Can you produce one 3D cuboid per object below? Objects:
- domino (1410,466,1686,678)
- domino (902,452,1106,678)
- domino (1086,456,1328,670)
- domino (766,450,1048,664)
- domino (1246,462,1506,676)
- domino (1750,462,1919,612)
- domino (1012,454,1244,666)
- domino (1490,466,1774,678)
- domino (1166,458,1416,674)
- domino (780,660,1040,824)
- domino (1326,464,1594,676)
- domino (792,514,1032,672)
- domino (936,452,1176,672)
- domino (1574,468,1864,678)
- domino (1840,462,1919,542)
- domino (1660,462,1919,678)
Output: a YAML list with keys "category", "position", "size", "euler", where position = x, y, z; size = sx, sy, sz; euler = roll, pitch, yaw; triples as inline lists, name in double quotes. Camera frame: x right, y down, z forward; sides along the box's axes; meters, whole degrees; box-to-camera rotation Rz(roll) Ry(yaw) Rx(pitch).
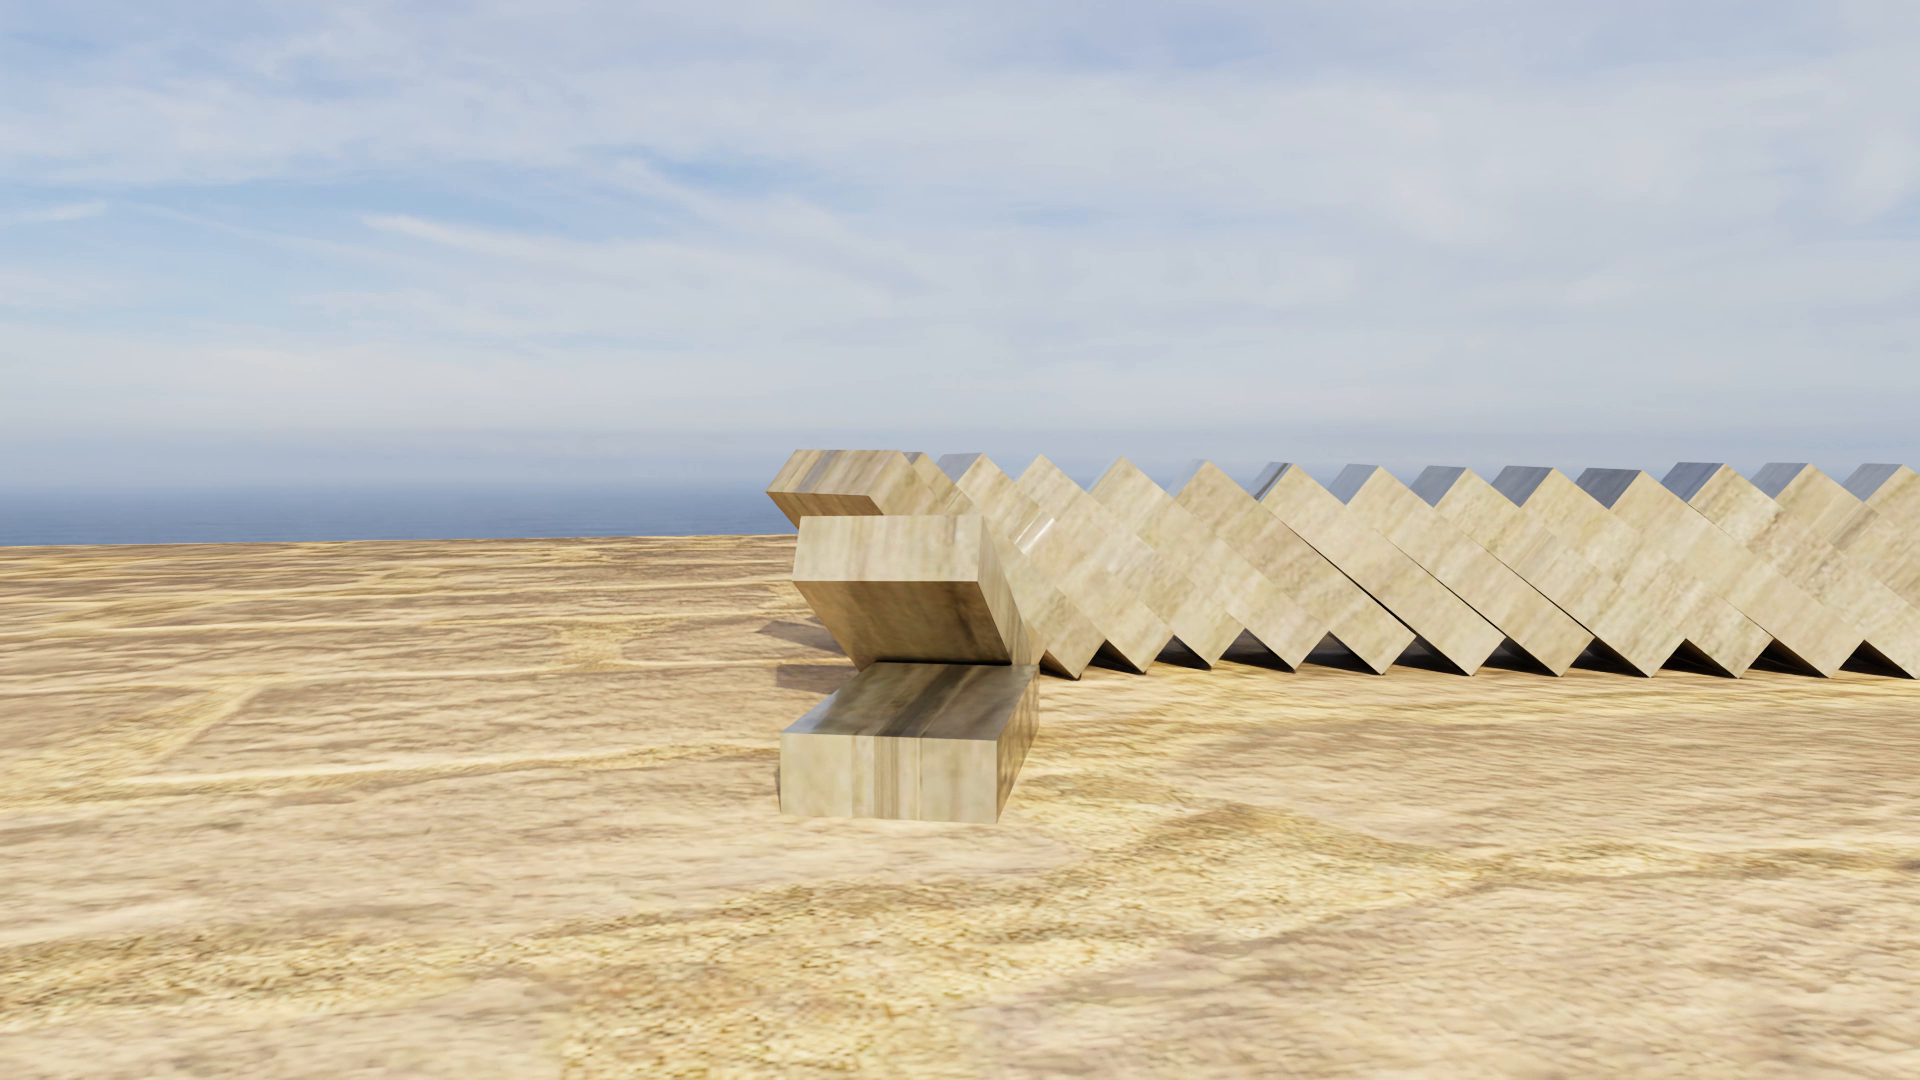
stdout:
- category: "domino"
  position: [0.110, 0.005, 0.246]
  size: [0.050, 0.009, 0.025]
  euler: [38, 6, 1]
- category: "domino"
  position: [0.002, 0.004, 0.233]
  size: [0.050, 0.010, 0.025]
  euler: [45, -17, -23]
- category: "domino"
  position: [0.047, 0.004, 0.250]
  size: [0.050, 0.010, 0.025]
  euler: [40, 4, 1]
- category: "domino"
  position: [-0.008, 0.005, 0.218]
  size: [0.025, 0.009, 0.050]
  euler: [4, -38, 43]
- category: "domino"
  position: [0.078, 0.005, 0.247]
  size: [0.050, 0.010, 0.025]
  euler: [39, 6, 0]
- category: "domino"
  position: [0.175, 0.005, 0.244]
  size: [0.050, 0.010, 0.025]
  euler: [41, 14, 11]
- category: "domino"
  position: [0.031, 0.003, 0.251]
  size: [0.050, 0.010, 0.025]
  euler: [40, 1, -1]
- category: "domino"
  position: [0.125, 0.005, 0.245]
  size: [0.050, 0.009, 0.025]
  euler: [38, 6, 1]
- category: "domino"
  position: [0.062, 0.004, 0.248]
  size: [0.050, 0.010, 0.025]
  euler: [40, 6, 0]
- category: "domino"
  position: [-0.004, 0.025, 0.170]
  size: [0.025, 0.010, 0.050]
  euler: [1, 4, 9]
- category: "domino"
  position: [0.094, 0.005, 0.247]
  size: [0.050, 0.009, 0.025]
  euler: [39, 6, 0]
- category: "domino"
  position: [-0.005, 0.012, 0.191]
  size: [0.025, 0.009, 0.050]
  euler: [0, -25, 11]
- category: "domino"
  position: [0.015, 0.004, 0.242]
  size: [0.050, 0.010, 0.025]
  euler: [42, -9, -14]
- category: "domino"
  position: [0.142, 0.005, 0.245]
  size: [0.050, 0.010, 0.025]
  euler: [37, 6, 1]
- category: "domino"
  position: [0.191, 0.005, 0.239]
  size: [0.050, 0.009, 0.025]
  euler: [42, 17, 14]
- category: "domino"
  position: [0.159, 0.005, 0.246]
  size: [0.050, 0.010, 0.025]
  euler: [40, 11, 7]
